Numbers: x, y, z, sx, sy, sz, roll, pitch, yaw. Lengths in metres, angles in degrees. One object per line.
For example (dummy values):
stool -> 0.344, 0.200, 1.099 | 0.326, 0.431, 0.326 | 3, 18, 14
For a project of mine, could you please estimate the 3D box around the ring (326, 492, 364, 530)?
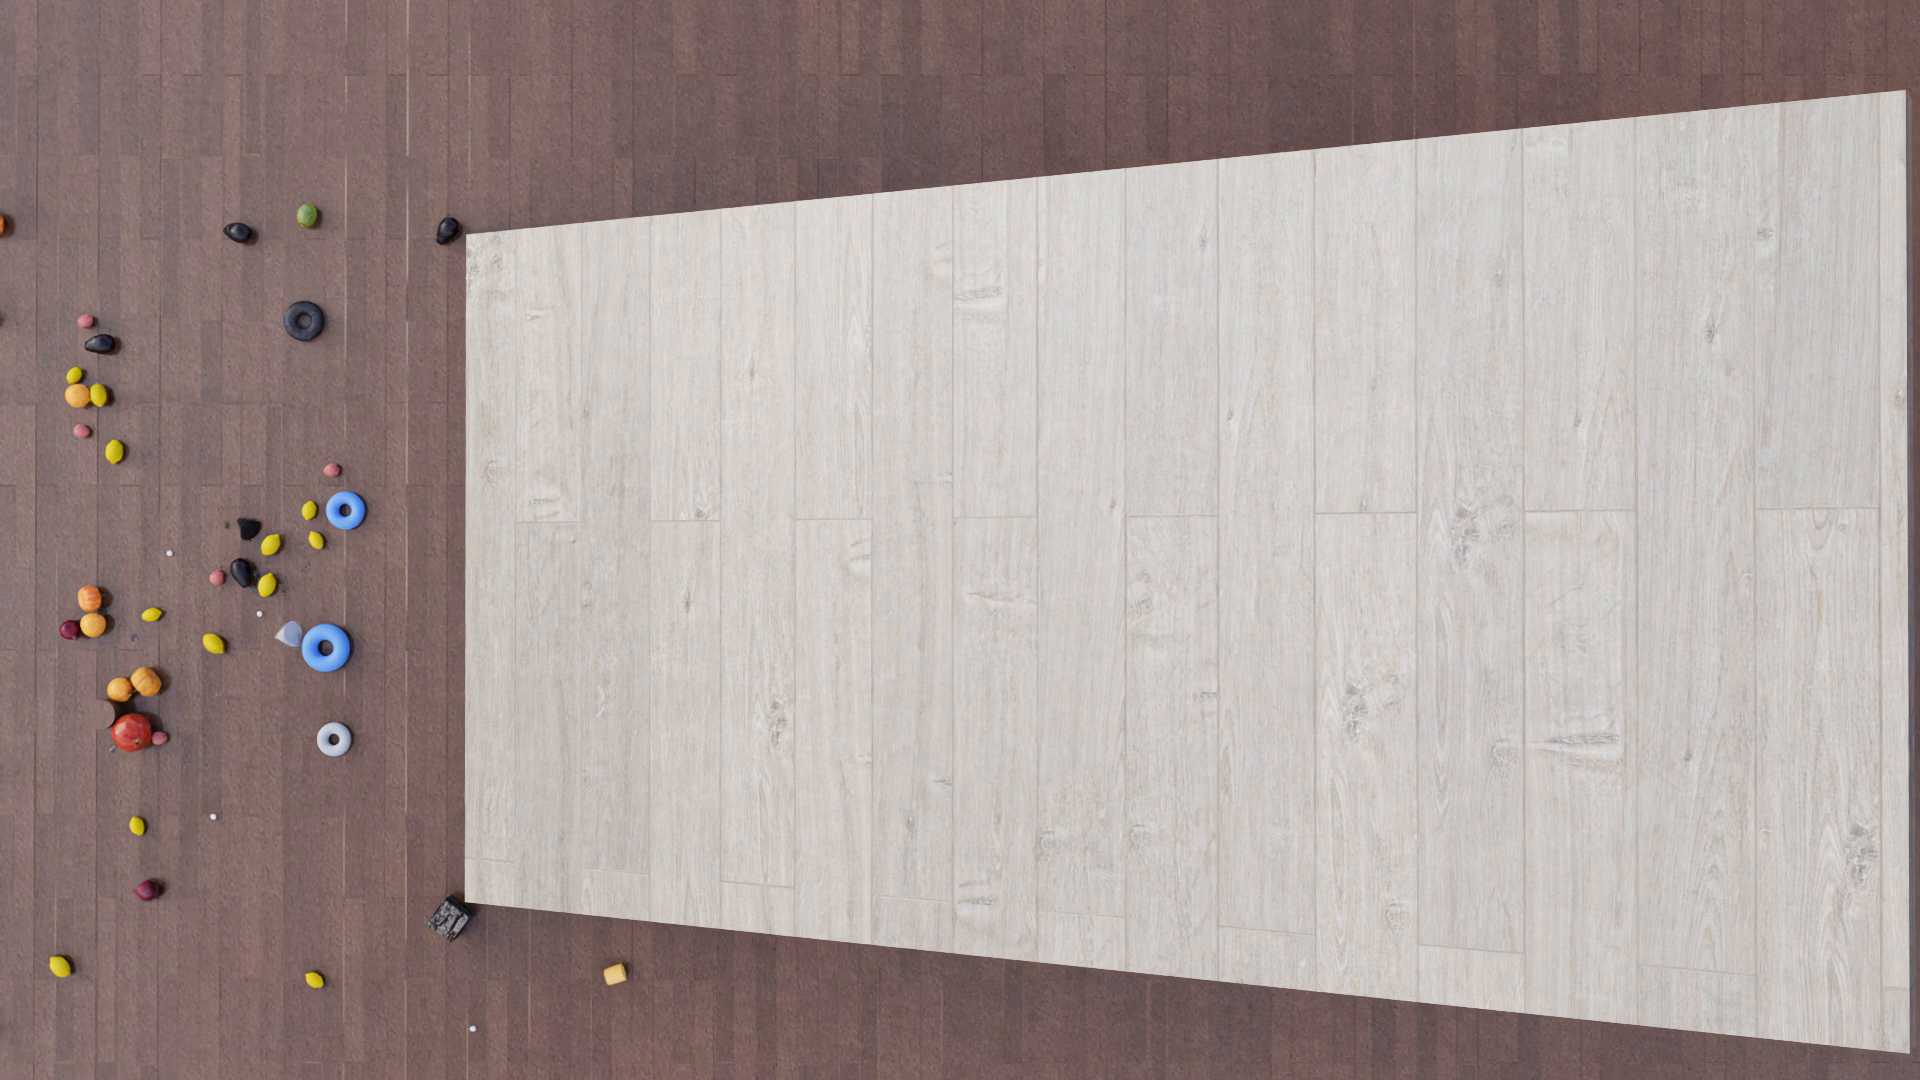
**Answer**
ring -> -1.861, -0.090, 6.660 | 0.116, 0.039, 0.116 | 0, 90, -1

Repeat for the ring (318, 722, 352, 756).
ring -> -1.894, 0.603, 6.656 | 0.103, 0.034, 0.103 | 0, 91, 0

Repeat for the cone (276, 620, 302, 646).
cone -> -2.048, 0.290, 6.658 | 0.078, 0.078, 0.078 | -14, 89, 31

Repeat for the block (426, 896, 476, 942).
block -> -1.533, 1.140, 6.621 | 0.092, 0.092, 0.092 | 36, 90, 0

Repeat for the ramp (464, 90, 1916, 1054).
ramp -> 0.268, 0.074, 5.621 | 4.000, 0.100, 2.000 | 0, 89, 30

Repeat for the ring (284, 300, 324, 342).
ring -> -1.988, -0.664, 6.664 | 0.123, 0.041, 0.123 | 0, 89, -1

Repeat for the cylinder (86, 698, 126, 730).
cylinder -> -2.574, 0.524, 6.629 | 0.088, 0.088, 0.088 | 0, 89, 0

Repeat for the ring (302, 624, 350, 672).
ring -> -1.918, 0.326, 6.651 | 0.145, 0.048, 0.145 | 0, 91, 0

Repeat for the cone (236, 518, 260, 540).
cone -> -2.170, -0.047, 6.663 | 0.071, 0.071, 0.071 | 33, 89, 27
